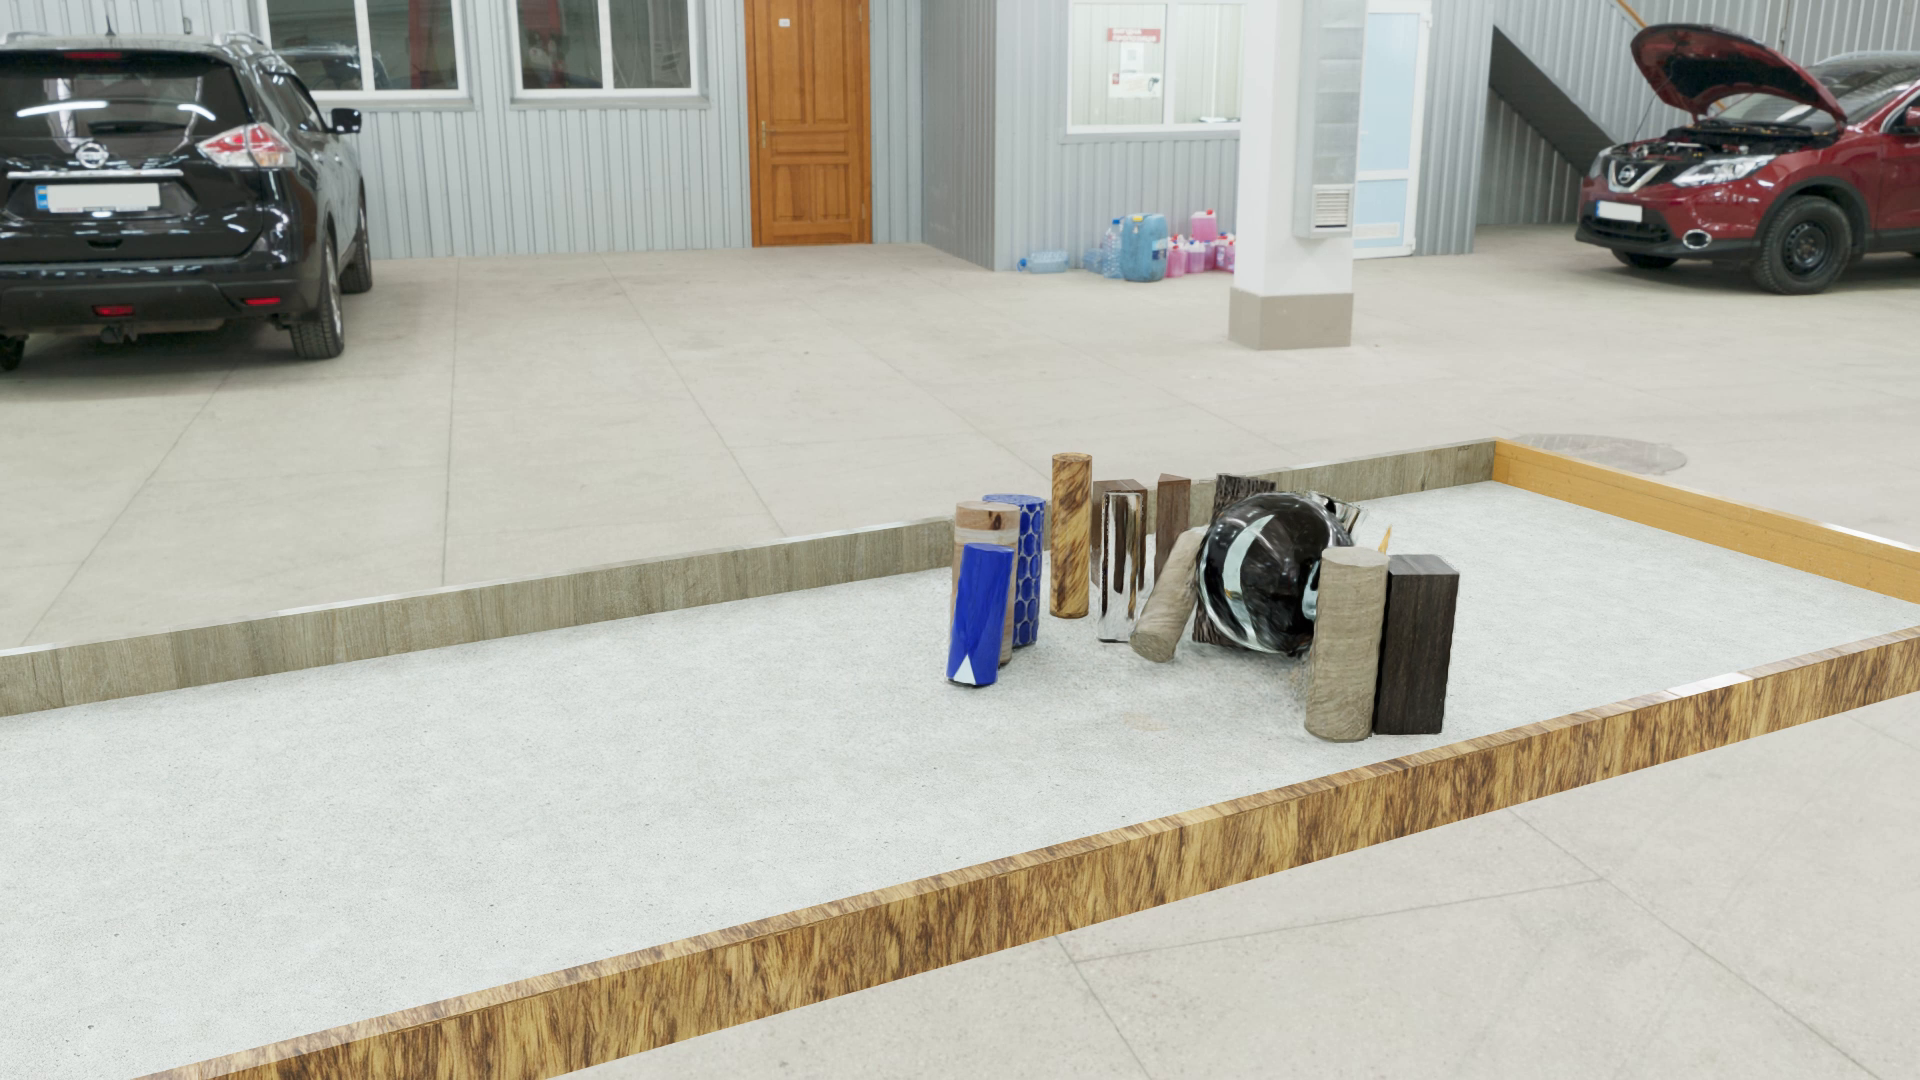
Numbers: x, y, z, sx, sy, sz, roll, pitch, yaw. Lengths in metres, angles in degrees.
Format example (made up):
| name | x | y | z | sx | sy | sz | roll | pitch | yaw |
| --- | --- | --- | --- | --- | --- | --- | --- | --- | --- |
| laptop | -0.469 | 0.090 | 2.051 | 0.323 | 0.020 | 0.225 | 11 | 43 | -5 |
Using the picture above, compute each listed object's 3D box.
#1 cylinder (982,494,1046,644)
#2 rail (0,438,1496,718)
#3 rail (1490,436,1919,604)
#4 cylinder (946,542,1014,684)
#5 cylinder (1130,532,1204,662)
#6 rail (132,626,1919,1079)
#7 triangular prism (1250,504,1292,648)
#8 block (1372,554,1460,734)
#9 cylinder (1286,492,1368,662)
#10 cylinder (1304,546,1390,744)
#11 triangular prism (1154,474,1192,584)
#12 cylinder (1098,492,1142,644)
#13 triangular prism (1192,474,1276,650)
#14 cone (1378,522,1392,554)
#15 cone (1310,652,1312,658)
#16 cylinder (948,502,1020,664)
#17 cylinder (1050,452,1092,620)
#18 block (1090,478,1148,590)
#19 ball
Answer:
| name | x | y | z | sx | sy | sz | roll | pitch | yaw |
| --- | --- | --- | --- | --- | --- | --- | --- | --- | --- |
| cylinder | 0.134 | 0.076 | 4.400 | 0.167 | 0.375 | 0.167 | 3 | 10 | 0 |
| rail | -3.305 | 0.497 | 3.399 | 12.000 | 0.150 | 0.050 | -9 | 18 | -27 |
| rail | 2.466 | -0.048 | 5.253 | 0.050 | 0.150 | 2.100 | -9 | 18 | -27 |
| cylinder | 0.049 | 0.181 | 4.110 | 0.127 | 0.335 | 0.127 | 8 | 8 | -1 |
| cylinder | 0.564 | 0.147 | 4.333 | 0.118 | 0.118 | 0.357 | 9 | 52 | 28 |
| rail | -2.336 | 1.006 | 1.665 | 12.000 | 0.150 | 0.050 | -9 | 18 | -27 |
| triangular prism | 0.785 | 0.091 | 4.352 | 0.091 | 0.379 | 0.079 | 2 | 10 | -45 |
| block | 1.036 | 0.241 | 3.836 | 0.155 | 0.389 | 0.155 | 0 | 16 | -5 |
| cylinder | 0.904 | 0.094 | 4.259 | 0.163 | 0.407 | 0.163 | 19 | 8 | -3 |
| cylinder | 0.886 | 0.239 | 3.780 | 0.151 | 0.424 | 0.151 | 2 | 17 | 0 |
| triangular prism | 0.573 | 0.016 | 4.595 | 0.098 | 0.397 | 0.085 | -5 | 17 | -17 |
| cylinder | 0.425 | 0.073 | 4.386 | 0.103 | 0.393 | 0.103 | 2 | 5 | 0 |
| triangular prism | 0.728 | 0.056 | 4.353 | 0.150 | 0.440 | 0.130 | 9 | 4 | 14 |
| cone | 0.990 | 0.157 | 4.033 | 0.128 | 0.436 | 0.128 | 19 | -6 | 2 |
| cone | 1.031 | 0.195 | 4.226 | 0.116 | 0.116 | 0.365 | 12 | 46 | 36 |
| cylinder | 0.062 | 0.109 | 4.249 | 0.167 | 0.396 | 0.167 | 3 | 9 | -1 |
| cylinder | 0.308 | -0.012 | 4.593 | 0.111 | 0.451 | 0.111 | 0 | 16 | 0 |
| block | 0.467 | -0.014 | 4.860 | 0.127 | 0.305 | 0.127 | -4 | 17 | -12 |
| ball | 0.771 | 0.079 | 4.016 | 0.393 | 0.393 | 0.393 | 0 | 16 | 0 |
